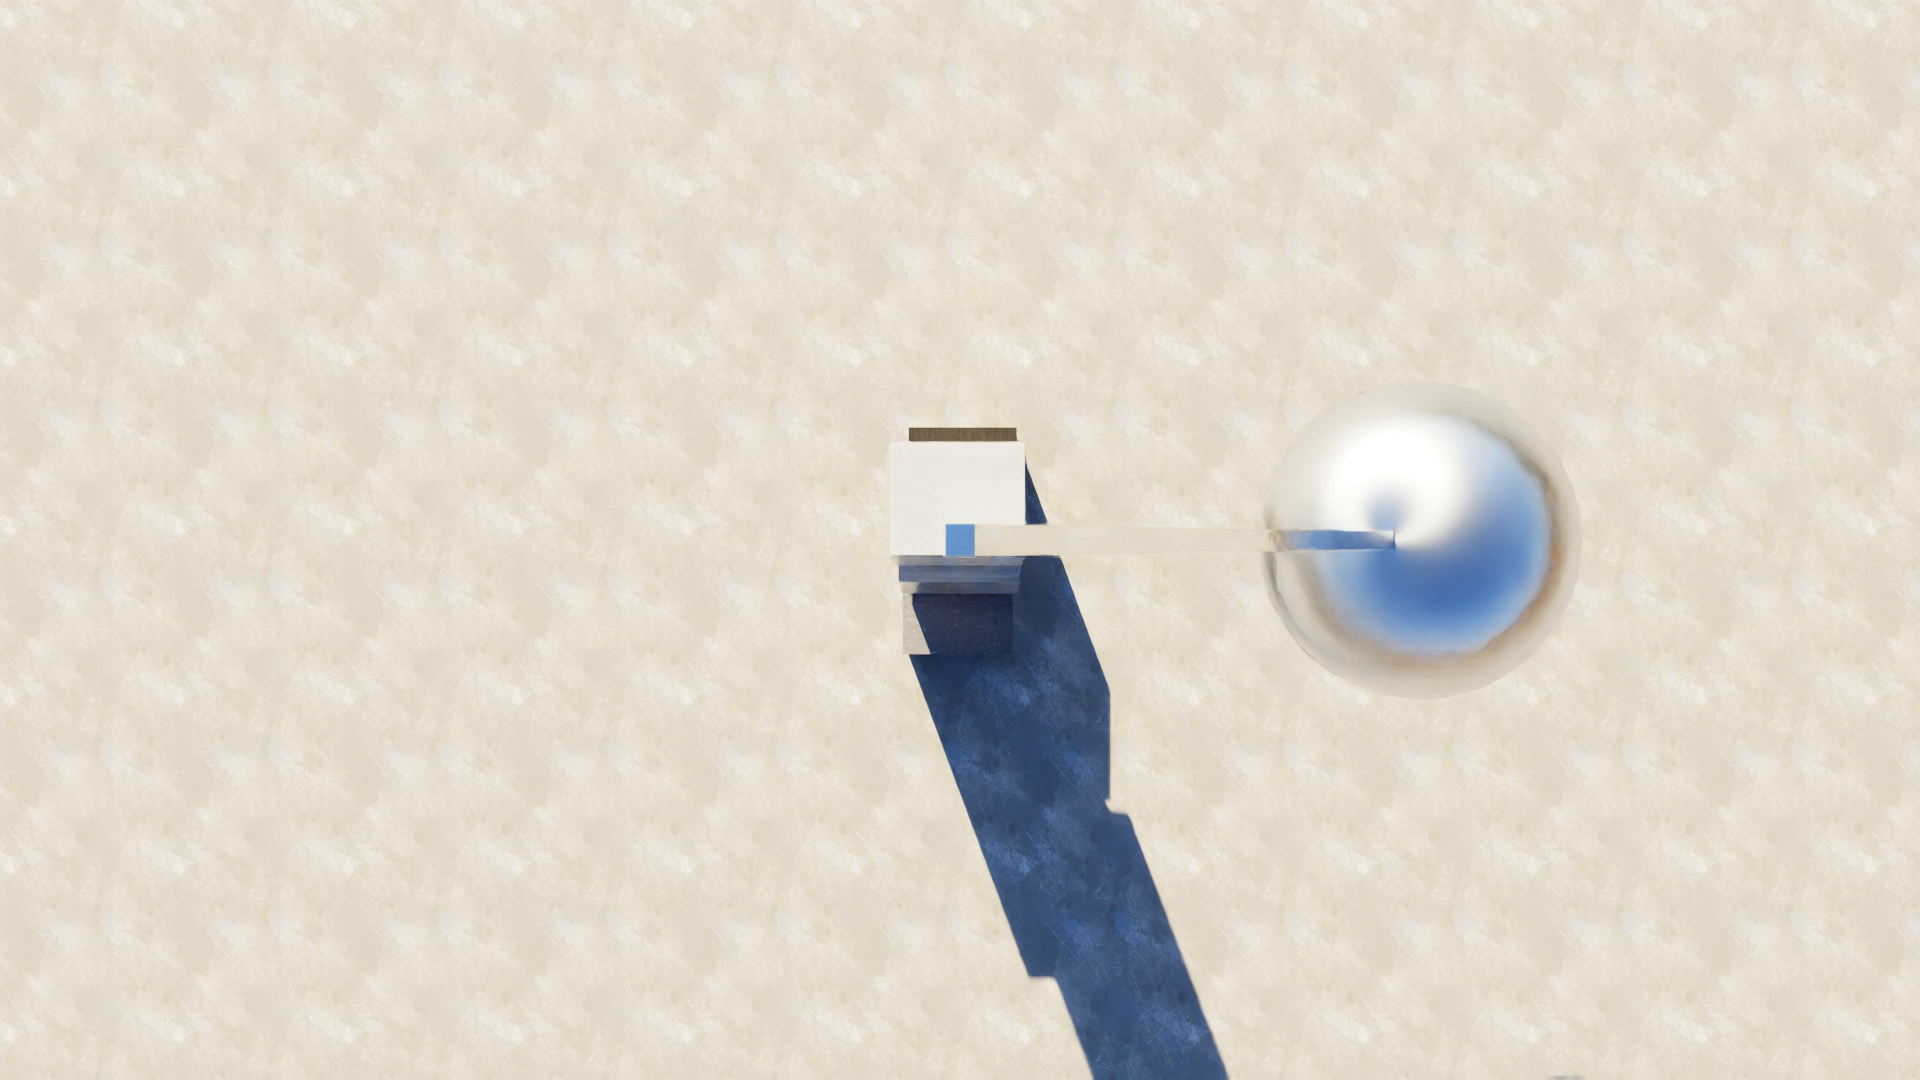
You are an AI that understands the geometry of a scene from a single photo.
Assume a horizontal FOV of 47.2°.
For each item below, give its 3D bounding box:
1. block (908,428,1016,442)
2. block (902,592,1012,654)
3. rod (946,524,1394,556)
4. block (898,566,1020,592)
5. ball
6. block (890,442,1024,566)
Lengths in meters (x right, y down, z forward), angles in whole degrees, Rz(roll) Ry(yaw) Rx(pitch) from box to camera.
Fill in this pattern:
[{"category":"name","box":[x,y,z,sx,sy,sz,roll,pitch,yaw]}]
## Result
[{"category":"block","box":[0.015,-0.318,12.727,0.613,0.546,0.642,0,90,0]},{"category":"block","box":[-0.013,0.326,12.652,0.615,0.696,0.625,0,90,0]},{"category":"rod","box":[0.994,0.000,7.887,0.080,5.200,0.080,0,90,22]},{"category":"block","box":[-0.003,-0.104,11.361,0.612,0.631,0.703,0,84,0]},{"category":"ball","box":[2.295,0.000,11.028,1.600,1.600,1.600,0,90,0]},{"category":"block","box":[-0.012,-0.169,10.767,0.643,0.564,0.542,0,84,0]}]
